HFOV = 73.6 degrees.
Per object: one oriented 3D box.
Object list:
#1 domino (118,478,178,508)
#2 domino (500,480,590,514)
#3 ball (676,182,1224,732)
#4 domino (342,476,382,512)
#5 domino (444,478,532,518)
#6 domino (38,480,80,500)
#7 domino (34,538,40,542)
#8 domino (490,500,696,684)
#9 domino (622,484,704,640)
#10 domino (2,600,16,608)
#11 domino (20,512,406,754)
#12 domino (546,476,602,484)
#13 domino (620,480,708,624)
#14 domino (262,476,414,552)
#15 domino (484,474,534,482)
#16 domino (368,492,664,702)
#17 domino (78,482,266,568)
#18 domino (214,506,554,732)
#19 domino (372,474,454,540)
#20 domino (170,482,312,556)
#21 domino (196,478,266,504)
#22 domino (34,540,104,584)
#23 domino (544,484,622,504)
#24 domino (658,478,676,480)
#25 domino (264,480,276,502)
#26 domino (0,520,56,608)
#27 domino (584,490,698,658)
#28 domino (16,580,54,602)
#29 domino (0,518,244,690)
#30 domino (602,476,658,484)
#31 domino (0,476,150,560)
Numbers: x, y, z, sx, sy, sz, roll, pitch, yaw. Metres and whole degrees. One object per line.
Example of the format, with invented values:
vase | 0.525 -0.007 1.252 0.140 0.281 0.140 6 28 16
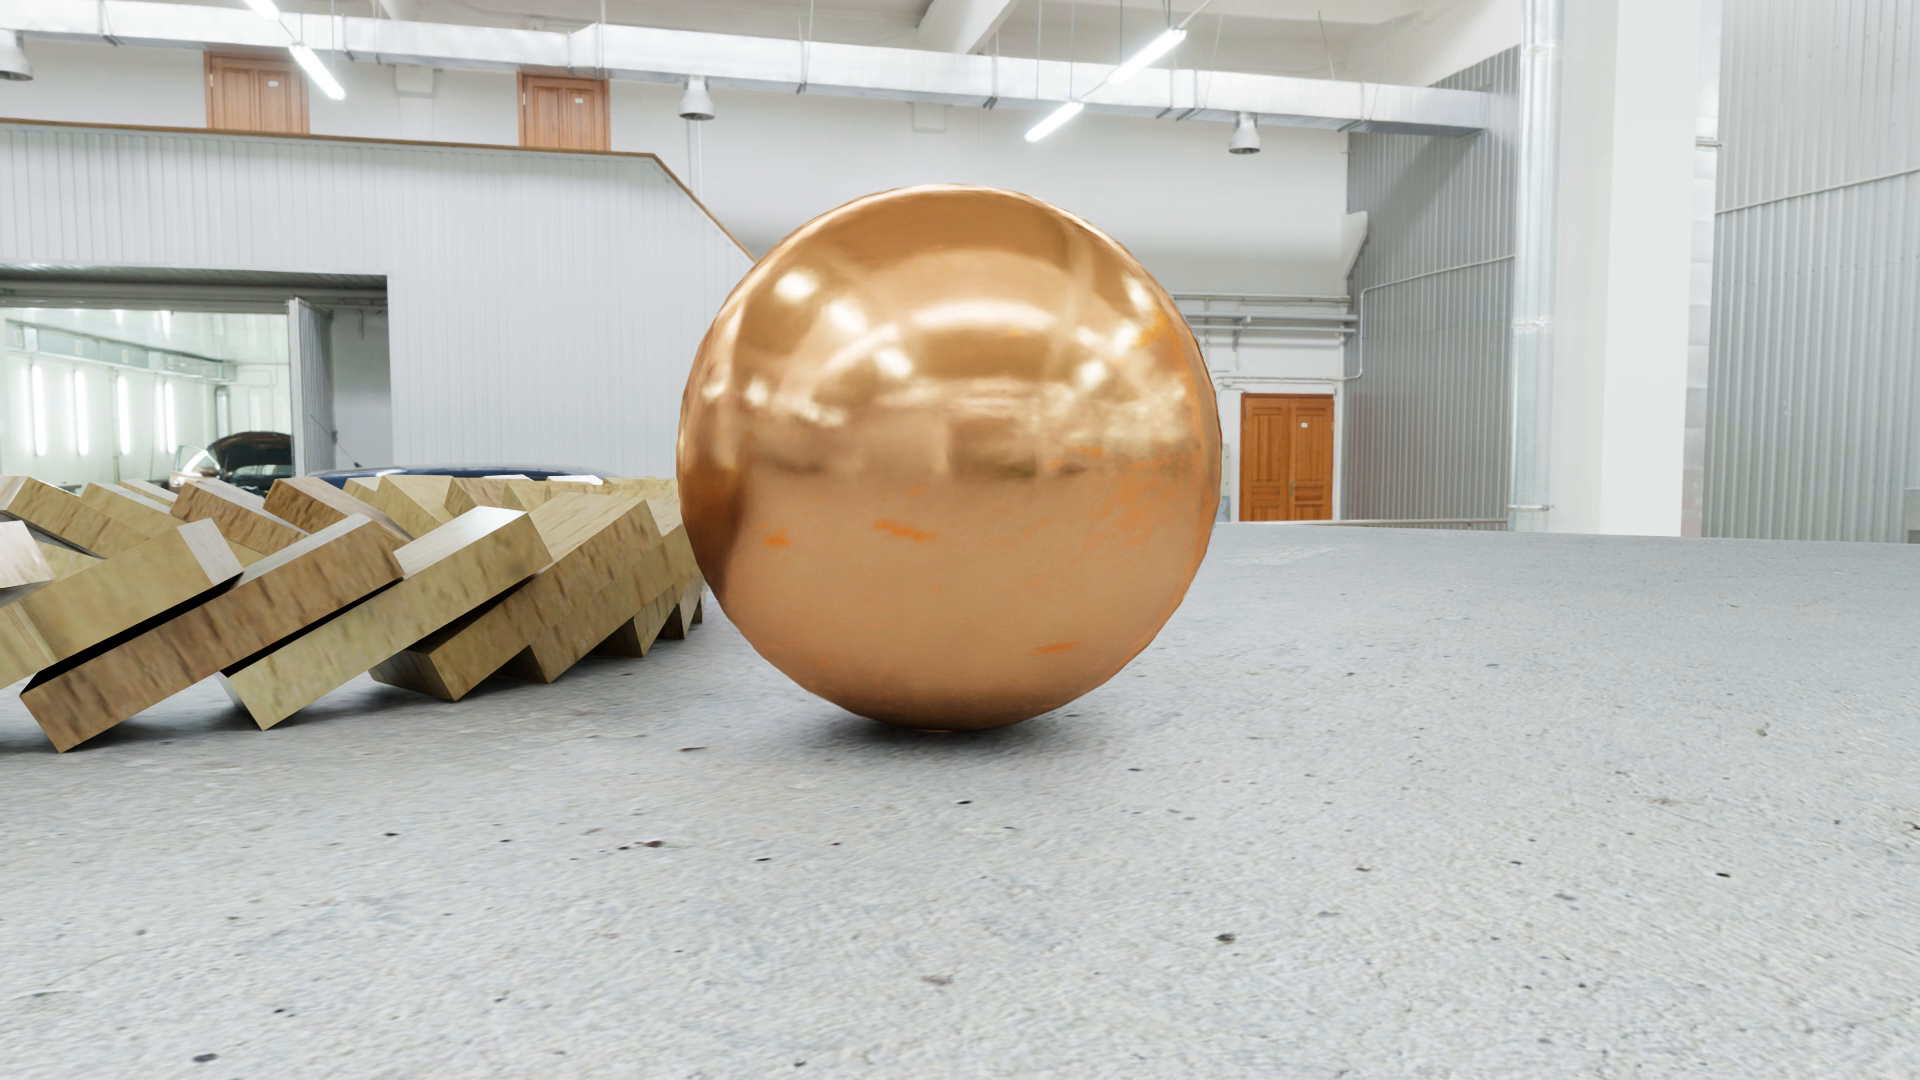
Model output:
domino | -0.258 -0.005 0.436 0.050 0.010 0.025 26 -5 -20
domino | -0.107 0.000 0.358 0.025 0.009 0.050 -2 32 -40
ball | -0.002 -0.012 0.191 0.080 0.080 0.080 0 4 0
domino | -0.193 -0.007 0.461 0.050 0.009 0.025 26 3 -3
domino | -0.125 -0.002 0.371 0.050 0.009 0.025 38 24 33
domino | -0.276 -0.005 0.419 0.050 0.009 0.025 30 -15 -34
domino | -0.291 -0.003 0.401 0.025 0.009 0.050 4 -20 44
domino | -0.072 0.008 0.250 0.025 0.009 0.050 3 32 33
domino | -0.072 0.004 0.299 0.025 0.009 0.050 1 33 2
domino | -0.218 0.018 0.264 0.025 0.009 0.050 -1 5 -19
domino | -0.113 0.012 0.196 0.050 0.009 0.025 -32 19 -24
domino | -0.124 -0.008 0.462 0.050 0.009 0.025 30 15 19
domino | -0.075 0.002 0.321 0.025 0.009 0.050 1 33 -6
domino | -0.172 -0.002 0.373 0.050 0.009 0.025 29 2 -6
domino | -0.147 -0.008 0.465 0.050 0.010 0.025 28 10 10
domino | -0.081 0.008 0.232 0.025 0.009 0.050 5 35 36
domino | -0.217 -0.001 0.361 0.050 0.009 0.025 27 -8 -18
domino | -0.095 0.011 0.211 0.050 0.009 0.025 -35 24 -31
domino | -0.147 -0.003 0.380 0.050 0.009 0.025 34 16 22
domino | -0.196 -0.001 0.371 0.050 0.009 0.025 25 -4 -9
domino | -0.238 -0.006 0.445 0.050 0.009 0.025 26 -4 -19
domino | -0.240 0.004 0.313 0.025 0.009 0.050 -6 -20 25
domino | -0.091 0.001 0.340 0.025 0.009 0.050 -3 32 -33
domino | -0.081 -0.006 0.444 0.050 0.009 0.025 34 23 31
domino | -0.216 -0.007 0.455 0.050 0.010 0.025 26 0 -10
domino | -0.154 0.014 0.171 0.050 0.009 0.025 -28 5 -1
domino | -0.072 0.006 0.276 0.025 0.009 0.050 1 32 11
domino | -0.234 0.006 0.288 0.025 0.009 0.050 -2 -20 2
domino | -0.132 0.013 0.183 0.050 0.010 0.025 -30 14 -16
domino | -0.102 -0.007 0.455 0.050 0.009 0.025 31 18 25
domino | -0.226 0.000 0.336 0.025 0.010 0.050 3 -27 35
